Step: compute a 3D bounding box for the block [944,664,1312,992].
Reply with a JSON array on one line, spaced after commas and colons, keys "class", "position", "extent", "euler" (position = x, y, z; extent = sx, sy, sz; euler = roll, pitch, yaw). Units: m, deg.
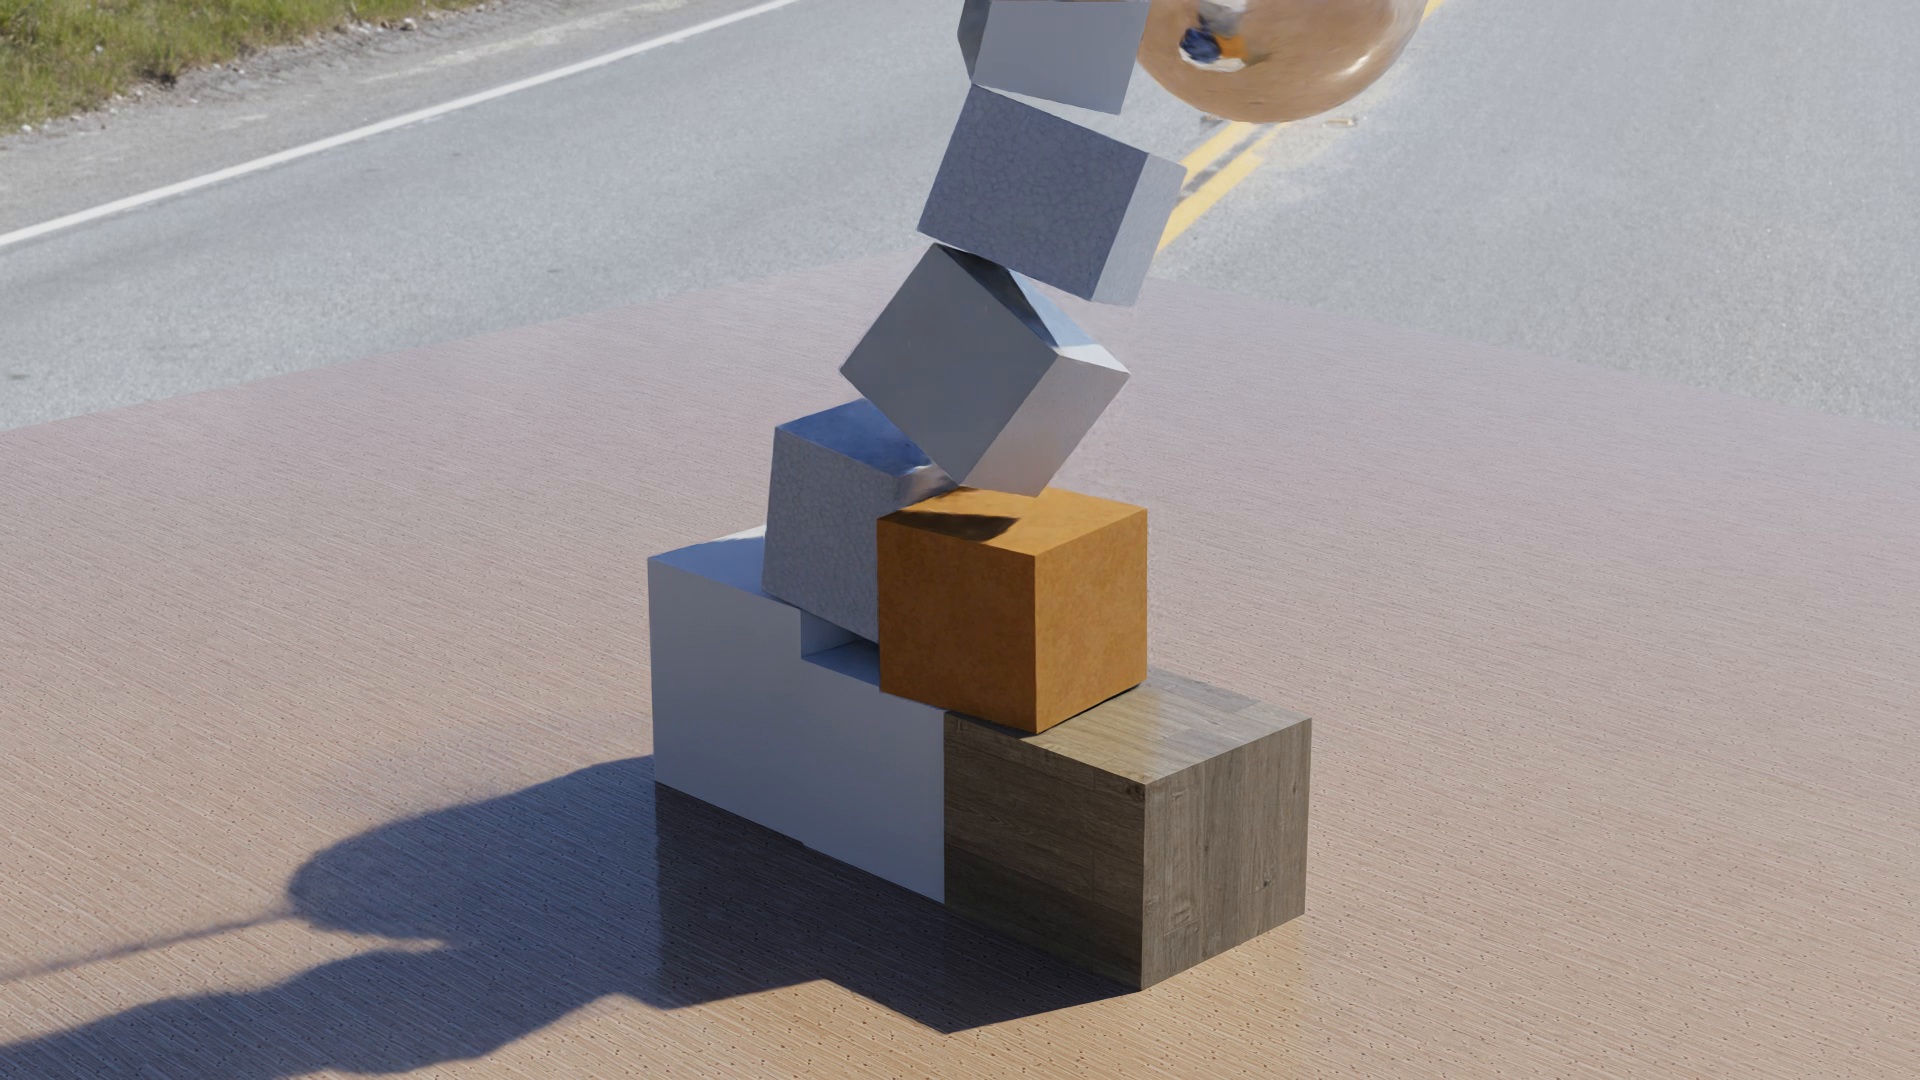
[{"class": "block", "position": [0.732, 1.209, 12.937], "extent": [1.175, 0.936, 1.095], "euler": [17, 24, 42]}]

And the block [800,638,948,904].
[{"class": "block", "position": [-0.015, 0.978, 13.684], "extent": [1.078, 0.929, 0.967], "euler": [-17, 24, -42]}]

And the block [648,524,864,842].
[{"class": "block", "position": [-0.765, 0.648, 14.350], "extent": [1.107, 1.160, 1.018], "euler": [17, 24, 42]}]

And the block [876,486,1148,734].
[{"class": "block", "position": [0.236, 0.267, 13.000], "extent": [0.873, 0.807, 0.819], "euler": [13, 23, 37]}]

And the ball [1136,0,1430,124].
[{"class": "ball", "position": [1.467, -2.793, 14.001], "extent": [1.600, 1.600, 1.600], "euler": [0, 17, 0]}]

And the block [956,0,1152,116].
[{"class": "block", "position": [0.412, -2.295, 12.237], "extent": [0.636, 0.740, 0.718], "euler": [11, 24, -10]}]

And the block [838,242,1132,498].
[{"class": "block", "position": [0.113, -0.717, 12.551], "extent": [0.771, 0.692, 0.739], "euler": [44, 16, 22]}]

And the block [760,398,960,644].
[{"class": "block", "position": [-0.349, -0.120, 13.541], "extent": [0.733, 0.818, 0.797], "euler": [23, 28, 33]}]

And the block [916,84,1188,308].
[{"class": "block", "position": [0.403, -1.452, 12.471], "extent": [0.808, 0.649, 0.813], "euler": [23, 9, 13]}]
